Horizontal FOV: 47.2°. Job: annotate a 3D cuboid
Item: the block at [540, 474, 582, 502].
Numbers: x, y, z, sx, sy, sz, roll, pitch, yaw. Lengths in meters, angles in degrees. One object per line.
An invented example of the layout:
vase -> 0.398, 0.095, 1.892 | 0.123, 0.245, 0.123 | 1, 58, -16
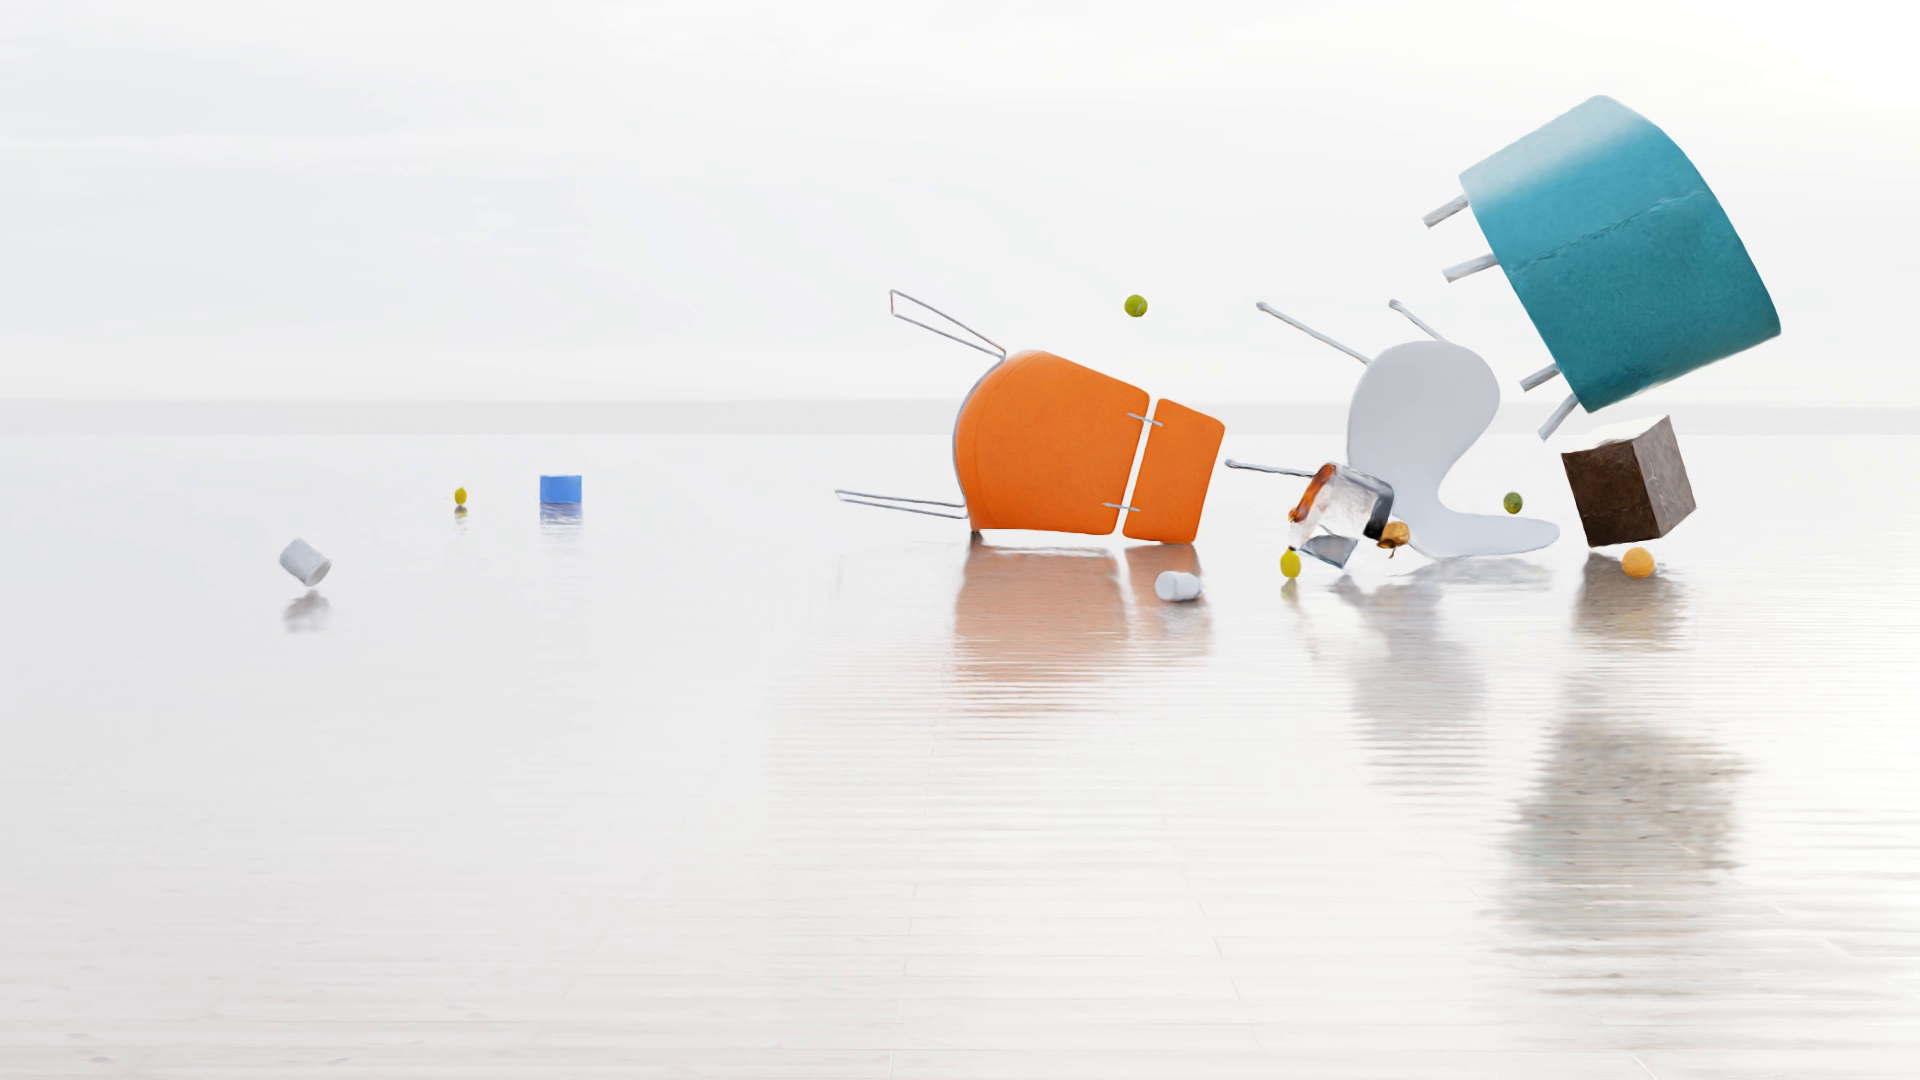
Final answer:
block -> -1.594, -0.206, 8.774 | 0.123, 0.105, 0.157 | -2, 4, -28

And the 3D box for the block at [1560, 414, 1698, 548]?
block -> 1.869, -0.164, 6.142 | 0.220, 0.284, 0.238 | -10, 14, 45

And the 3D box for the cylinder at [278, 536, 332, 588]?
cylinder -> -1.471, 0.050, 4.944 | 0.082, 0.080, 0.090 | 38, -22, 7

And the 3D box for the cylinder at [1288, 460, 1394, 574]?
cylinder -> 0.919, -0.054, 5.315 | 0.151, 0.219, 0.260 | 21, -41, -7
